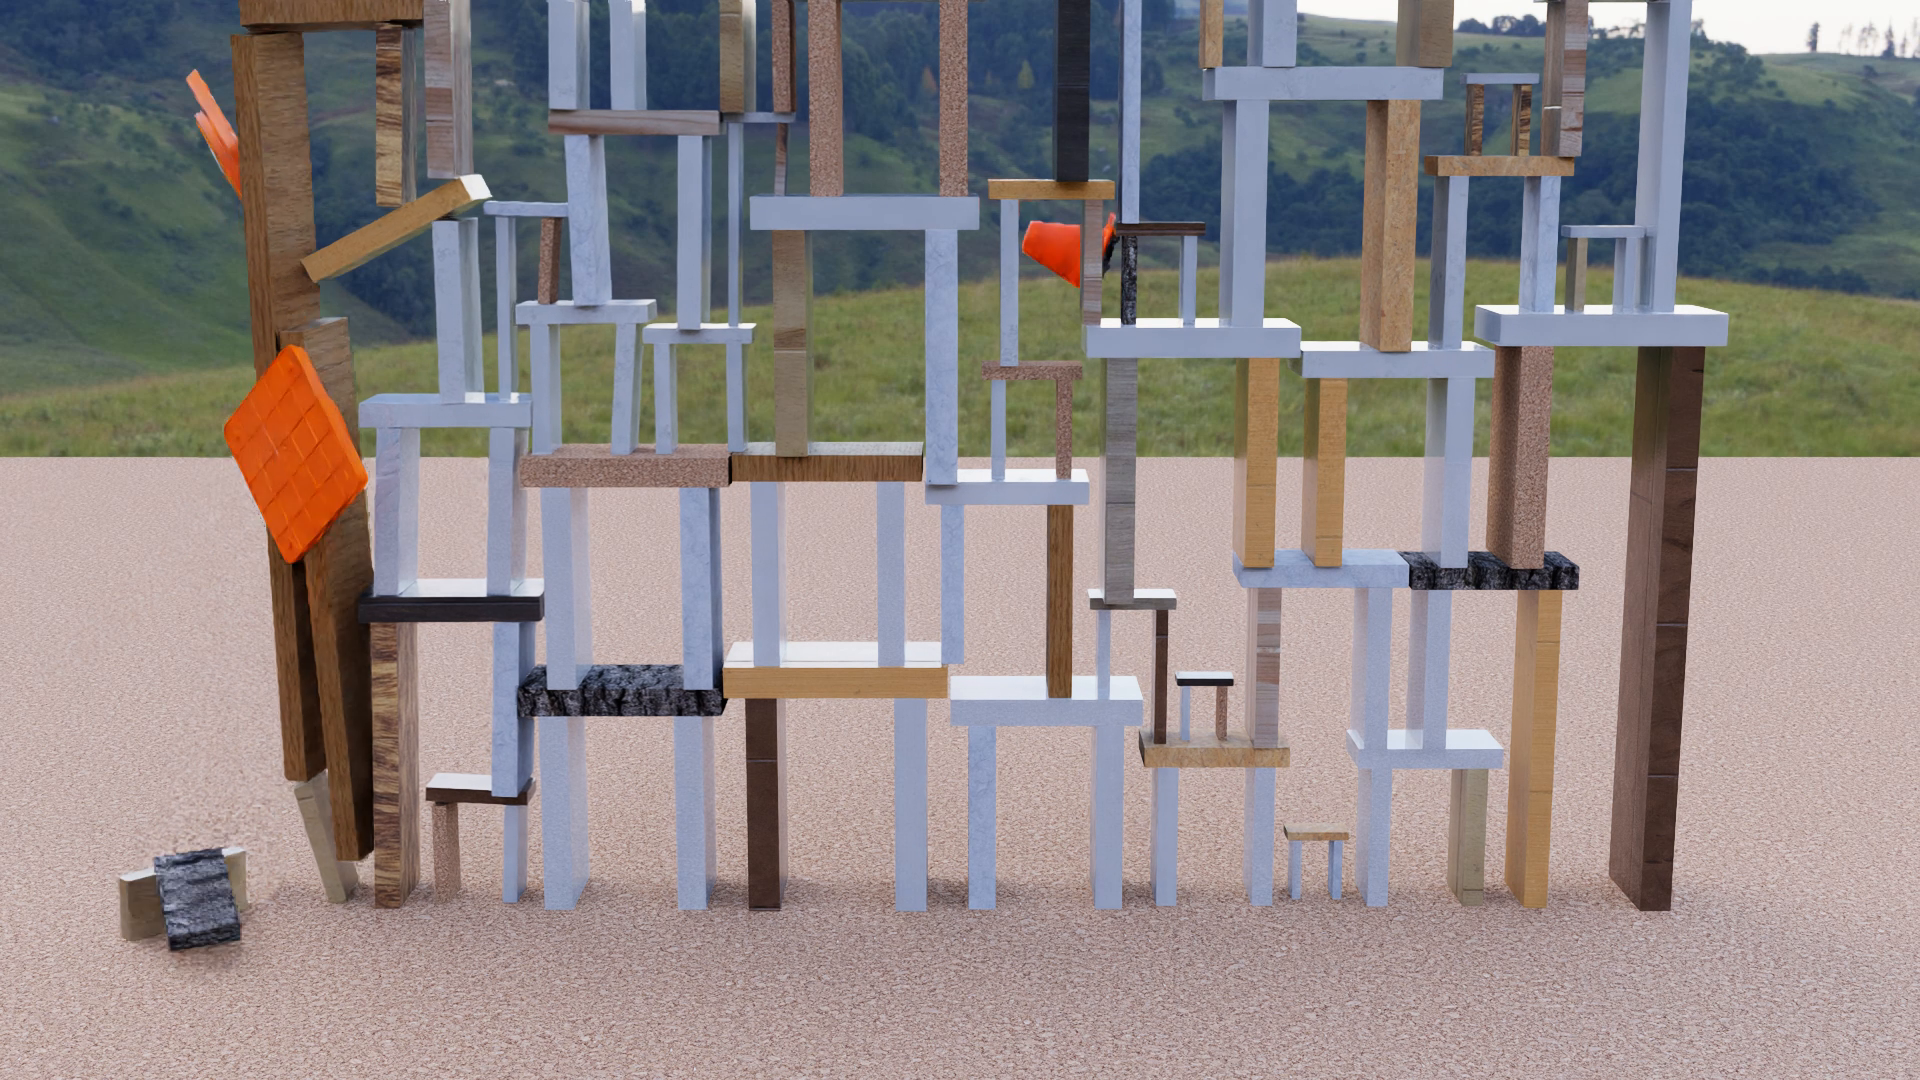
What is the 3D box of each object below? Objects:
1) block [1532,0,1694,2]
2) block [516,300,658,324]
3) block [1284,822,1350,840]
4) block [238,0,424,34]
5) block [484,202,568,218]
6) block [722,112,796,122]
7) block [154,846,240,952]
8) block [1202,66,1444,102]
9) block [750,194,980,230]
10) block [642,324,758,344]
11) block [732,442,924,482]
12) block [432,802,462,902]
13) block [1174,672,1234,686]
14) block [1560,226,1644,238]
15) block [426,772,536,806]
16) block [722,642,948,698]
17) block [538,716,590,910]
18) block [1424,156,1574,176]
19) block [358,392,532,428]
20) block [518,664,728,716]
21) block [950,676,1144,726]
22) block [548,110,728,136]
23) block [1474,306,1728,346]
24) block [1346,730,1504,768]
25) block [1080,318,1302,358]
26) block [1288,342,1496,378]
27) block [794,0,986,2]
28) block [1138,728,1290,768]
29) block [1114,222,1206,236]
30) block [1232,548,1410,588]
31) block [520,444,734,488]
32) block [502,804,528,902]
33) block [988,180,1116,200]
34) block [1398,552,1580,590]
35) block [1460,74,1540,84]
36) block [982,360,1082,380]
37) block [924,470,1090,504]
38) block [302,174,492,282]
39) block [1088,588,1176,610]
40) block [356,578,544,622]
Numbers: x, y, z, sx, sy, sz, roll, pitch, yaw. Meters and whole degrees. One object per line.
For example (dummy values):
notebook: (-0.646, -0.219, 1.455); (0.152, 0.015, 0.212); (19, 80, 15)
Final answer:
block: (1.020, -0.851, 3.400); (0.237, 0.034, 0.118); (0, 11, 0)
block: (-0.593, -0.363, 3.495); (0.207, 0.029, 0.103); (0, 11, 1)
block: (0.591, 0.484, 3.648); (0.101, 0.014, 0.050); (0, 11, 0)
block: (-0.961, -0.814, 3.402); (0.275, 0.039, 0.138); (-4, 8, -9)
block: (-0.674, -0.520, 3.457); (0.136, 0.019, 0.068); (1, 10, -1)
block: (-0.314, -0.662, 3.446); (0.112, 0.016, 0.056); (0, 11, 0)
block: (-1.180, 0.553, 3.399); (0.101, 0.029, 0.203); (-6, 31, -24)
block: (0.561, -0.711, 3.429); (0.346, 0.049, 0.173); (0, 11, 0)
block: (-0.146, -0.517, 3.460); (0.352, 0.050, 0.176); (0, 11, 0)
block: (-0.413, -0.329, 3.500); (0.172, 0.024, 0.086); (0, 11, 0)
block: (-0.210, -0.126, 3.533); (0.299, 0.042, 0.149); (0, 11, 0)
block: (-0.852, 0.509, 3.650); (0.023, 0.166, 0.083); (0, 11, 0)
block: (0.400, 0.228, 3.606); (0.092, 0.013, 0.046); (0, 11, 0)
block: (1.013, -0.487, 3.469); (0.115, 0.016, 0.058); (0, 11, 0)
block: (-0.791, 0.412, 3.638); (0.166, 0.023, 0.083); (3, 10, -1)
block: (-0.199, 0.212, 3.603); (0.358, 0.051, 0.179); (0, 11, 0)
block: (-0.655, 0.429, 3.643); (0.046, 0.326, 0.163); (0, 11, 0)
block: (0.845, -0.588, 3.455); (0.211, 0.030, 0.105); (0, 11, 0)
block: (-0.812, -0.209, 3.526); (0.269, 0.038, 0.135); (0, 11, -1)
block: (-0.546, 0.246, 3.610); (0.326, 0.046, 0.163); (0, 11, 0)
block: (0.139, 0.264, 3.611); (0.310, 0.044, 0.155); (0, 11, 0)
block: (-0.501, -0.653, 3.437); (0.262, 0.037, 0.131); (0, 11, 0)
block: (1.016, -0.342, 3.501); (0.353, 0.050, 0.176); (0, 11, 0)
block: (0.763, 0.344, 3.621); (0.234, 0.033, 0.117); (0, 11, 0)
block: (0.363, -0.322, 3.496); (0.332, 0.047, 0.166); (0, 10, 0)
block: (0.684, -0.288, 3.504); (0.300, 0.042, 0.150); (0, 11, 0)
block: (-0.109, -0.857, 3.397); (0.299, 0.042, 0.149); (0, 11, 0)
block: (0.417, 0.342, 3.622); (0.236, 0.033, 0.118); (0, 11, 0)
block: (0.314, -0.491, 3.466); (0.139, 0.020, 0.069); (0, 11, 1)
block: (0.583, 0.045, 3.570); (0.266, 0.038, 0.133); (0, 11, 0)
block: (-0.528, -0.120, 3.535); (0.328, 0.046, 0.164); (0, 11, 0)
block: (-0.737, 0.509, 3.650); (0.023, 0.166, 0.083); (3, 10, -1)
block: (0.143, -0.552, 3.460); (0.195, 0.028, 0.098); (0, 11, 0)
block: (0.854, 0.049, 3.566); (0.265, 0.037, 0.132); (0, 11, 0)
block: (0.841, -0.719, 3.429); (0.111, 0.016, 0.055); (0, 11, 2)
block: (0.114, -0.271, 3.510); (0.158, 0.022, 0.079); (0, 11, 0)
block: (0.075, -0.086, 3.543); (0.260, 0.037, 0.130); (0, 11, 0)
block: (-0.888, -0.494, 3.477); (0.284, 0.040, 0.142); (-26, 10, 5)
block: (0.279, 0.096, 3.573); (0.139, 0.020, 0.070); (0, 10, 0)
block: (-0.817, 0.098, 3.578); (0.290, 0.041, 0.145); (0, 11, -1)
